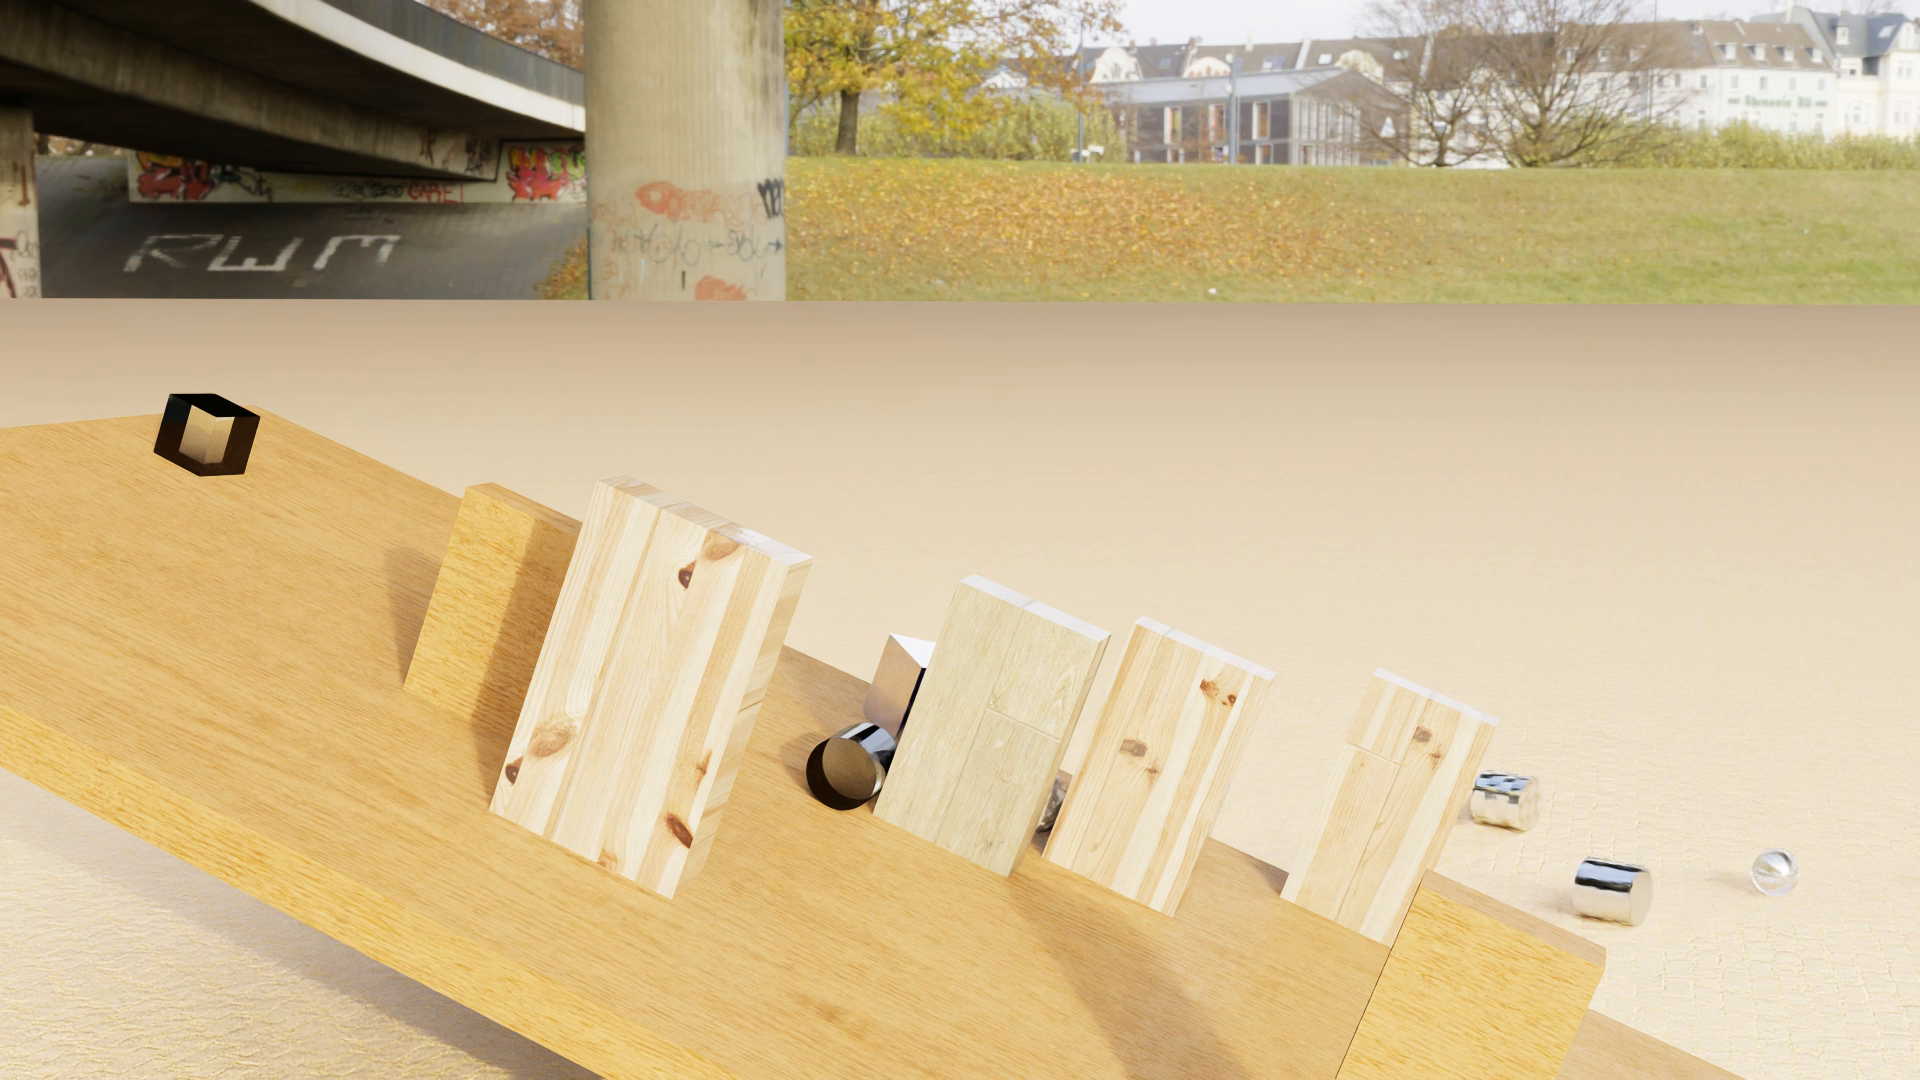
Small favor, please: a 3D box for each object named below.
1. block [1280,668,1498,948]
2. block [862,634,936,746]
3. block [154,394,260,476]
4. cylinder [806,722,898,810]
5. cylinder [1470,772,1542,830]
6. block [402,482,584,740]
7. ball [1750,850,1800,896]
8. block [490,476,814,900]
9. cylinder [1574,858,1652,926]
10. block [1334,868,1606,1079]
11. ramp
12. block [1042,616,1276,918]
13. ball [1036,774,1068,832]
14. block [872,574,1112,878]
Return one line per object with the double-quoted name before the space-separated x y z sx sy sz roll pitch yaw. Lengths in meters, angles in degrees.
"block" 0.919 0.577 4.720 0.274 0.534 0.090 23 13 13
"block" -0.070 0.351 4.915 0.194 0.194 0.194 14 14 -28
"block" -1.703 -0.239 4.974 0.143 0.143 0.143 25 13 20
"cylinder" -0.212 0.450 4.379 0.147 0.147 0.147 2 7 16
"cylinder" 1.837 0.876 7.386 0.174 0.174 0.174 6 9 41
"block" -0.836 0.140 4.098 0.283 0.412 0.095 23 13 13
"ball" 2.432 0.993 6.561 0.137 0.137 0.137 0 7 0
"block" -0.522 0.244 3.690 0.361 0.609 0.110 23 13 13
"cylinder" 1.873 1.009 6.306 0.167 0.167 0.167 6 9 39
"block" 0.665 0.809 3.125 0.267 0.621 0.098 23 13 13
"ramp" -0.323 0.584 4.205 4.000 0.100 2.000 23 13 13
"block" 0.399 0.456 4.434 0.292 0.527 0.093 23 13 13
"ball" 0.160 0.539 4.574 0.136 0.136 0.136 0 7 0
"block" 0.061 0.364 4.331 0.299 0.510 0.107 23 13 13
